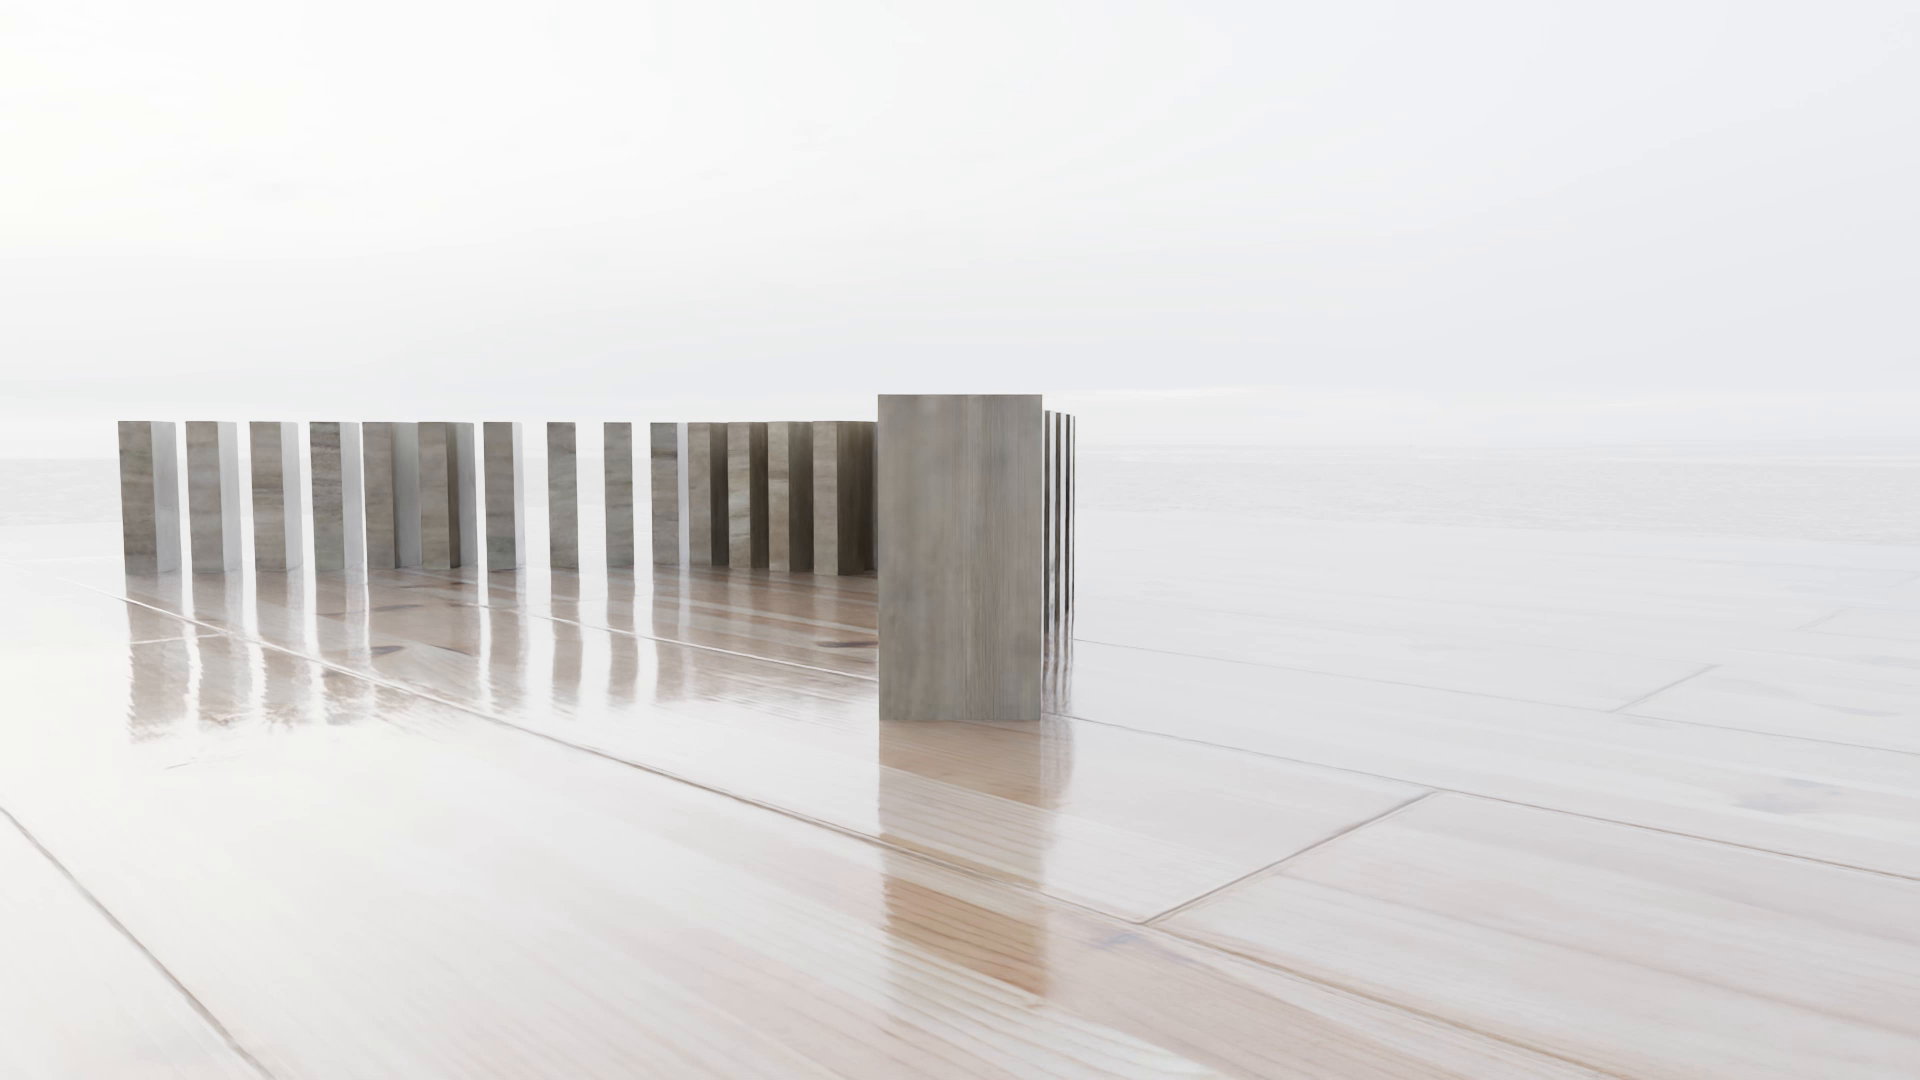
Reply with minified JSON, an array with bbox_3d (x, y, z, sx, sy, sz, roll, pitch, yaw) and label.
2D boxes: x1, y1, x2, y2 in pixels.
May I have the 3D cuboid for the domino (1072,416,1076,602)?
[{"bbox_3d":[0.019,-0.009,0.352,0.025,0.050,0.009,0,4,5],"label":"domino"}]

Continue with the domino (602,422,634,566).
[{"bbox_3d":[-0.122,-0.017,0.459,0.009,0.050,0.025,-1,4,-16],"label":"domino"}]

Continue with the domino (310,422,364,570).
[{"bbox_3d":[-0.216,-0.016,0.445,0.009,0.050,0.025,-1,4,-11],"label":"domino"}]

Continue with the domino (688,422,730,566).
[{"bbox_3d":[-0.085,-0.017,0.458,0.009,0.050,0.025,2,5,26],"label":"domino"}]

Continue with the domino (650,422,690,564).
[{"bbox_3d":[-0.104,-0.017,0.463,0.009,0.050,0.025,0,4,0],"label":"domino"}]

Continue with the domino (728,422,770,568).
[{"bbox_3d":[-0.069,-0.016,0.449,0.009,0.050,0.025,3,5,31],"label":"domino"}]

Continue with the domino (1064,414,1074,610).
[{"bbox_3d":[0.016,-0.007,0.333,0.025,0.050,0.010,1,4,10],"label":"domino"}]

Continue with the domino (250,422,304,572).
[{"bbox_3d":[-0.235,-0.016,0.441,0.010,0.050,0.025,-1,4,-15],"label":"domino"}]

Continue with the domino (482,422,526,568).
[{"bbox_3d":[-0.159,-0.016,0.448,0.010,0.050,0.025,-1,4,-11],"label":"domino"}]

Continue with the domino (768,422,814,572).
[{"bbox_3d":[-0.053,-0.015,0.438,0.009,0.050,0.025,3,5,37],"label":"domino"}]

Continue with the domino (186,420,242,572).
[{"bbox_3d":[-0.253,-0.015,0.436,0.009,0.050,0.025,-1,4,-17],"label":"domino"}]

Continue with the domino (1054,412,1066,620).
[{"bbox_3d":[0.013,-0.006,0.314,0.025,0.050,0.009,1,4,12],"label":"domino"}]

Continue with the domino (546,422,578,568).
[{"bbox_3d":[-0.141,-0.016,0.453,0.009,0.050,0.025,-1,5,-18],"label":"domino"}]

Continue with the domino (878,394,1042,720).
[{"bbox_3d":[0.000,0.002,0.201,0.025,0.050,0.010,0,4,0],"label":"domino"}]

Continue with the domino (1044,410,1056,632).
[{"bbox_3d":[0.009,-0.005,0.295,0.025,0.050,0.009,1,4,12],"label":"domino"}]

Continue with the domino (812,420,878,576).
[{"bbox_3d":[-0.037,-0.014,0.427,0.009,0.050,0.025,2,5,30],"label":"domino"}]

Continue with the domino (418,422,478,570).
[{"bbox_3d":[-0.178,-0.016,0.447,0.009,0.050,0.025,0,4,0],"label":"domino"}]

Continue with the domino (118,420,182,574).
[{"bbox_3d":[-0.271,-0.015,0.430,0.010,0.050,0.025,-1,4,-15],"label":"domino"}]

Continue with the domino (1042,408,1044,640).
[{"bbox_3d":[0.005,-0.003,0.277,0.025,0.050,0.009,1,4,10],"label":"domino"}]

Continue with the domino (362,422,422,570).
[{"bbox_3d":[-0.197,-0.016,0.447,0.010,0.050,0.025,0,4,0],"label":"domino"}]
